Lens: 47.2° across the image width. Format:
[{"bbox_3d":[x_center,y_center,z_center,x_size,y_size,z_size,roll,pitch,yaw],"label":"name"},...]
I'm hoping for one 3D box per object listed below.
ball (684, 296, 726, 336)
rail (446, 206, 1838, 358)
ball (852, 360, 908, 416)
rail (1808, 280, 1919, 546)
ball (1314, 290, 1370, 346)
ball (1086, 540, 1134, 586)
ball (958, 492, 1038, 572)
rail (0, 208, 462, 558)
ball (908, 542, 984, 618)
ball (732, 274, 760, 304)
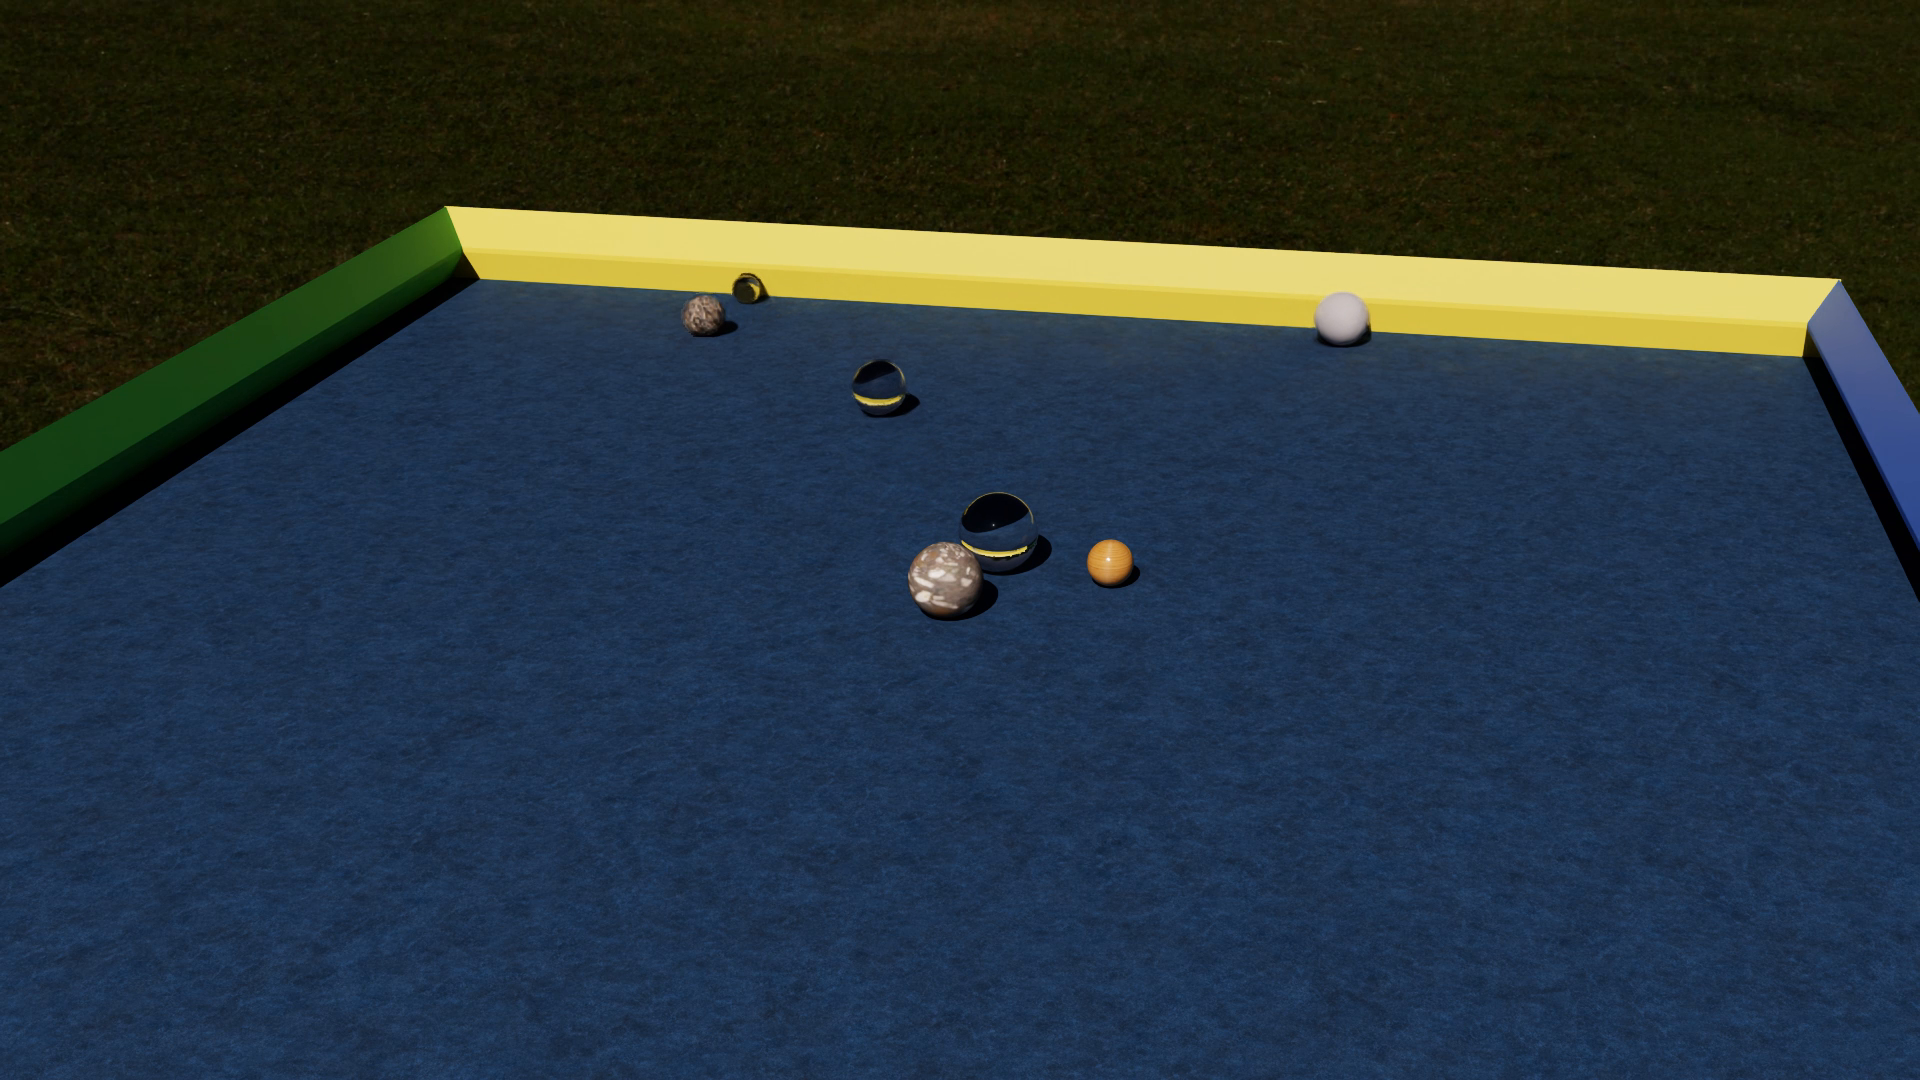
[{"bbox_3d":[-0.402,-0.353,3.461,0.065,0.065,0.065,0,22,0],"label":"ball"},{"bbox_3d":[0.221,-0.415,3.535,2.255,0.122,0.045,5,23,11],"label":"rail"},{"bbox_3d":[-0.114,-0.214,3.102,0.078,0.078,0.078,0,22,0],"label":"ball"},{"bbox_3d":[0.854,0.463,1.372,0.045,0.122,4.353,5,23,11],"label":"rail"},{"bbox_3d":[0.592,-0.344,3.411,0.085,0.085,0.085,0,22,0],"label":"ball"},{"bbox_3d":[0.174,0.026,2.540,0.055,0.055,0.055,0,22,0],"label":"ball"},{"bbox_3d":[0.045,-0.009,2.575,0.094,0.094,0.094,0,22,0],"label":"ball"},{"bbox_3d":[-1.305,0.291,1.796,0.045,0.122,4.353,5,23,11],"label":"rail"},{"bbox_3d":[-0.016,0.045,2.455,0.085,0.085,0.085,0,22,0],"label":"ball"},{"bbox_3d":[-0.354,-0.415,3.638,0.047,0.047,0.047,0,22,0],"label":"ball"}]
